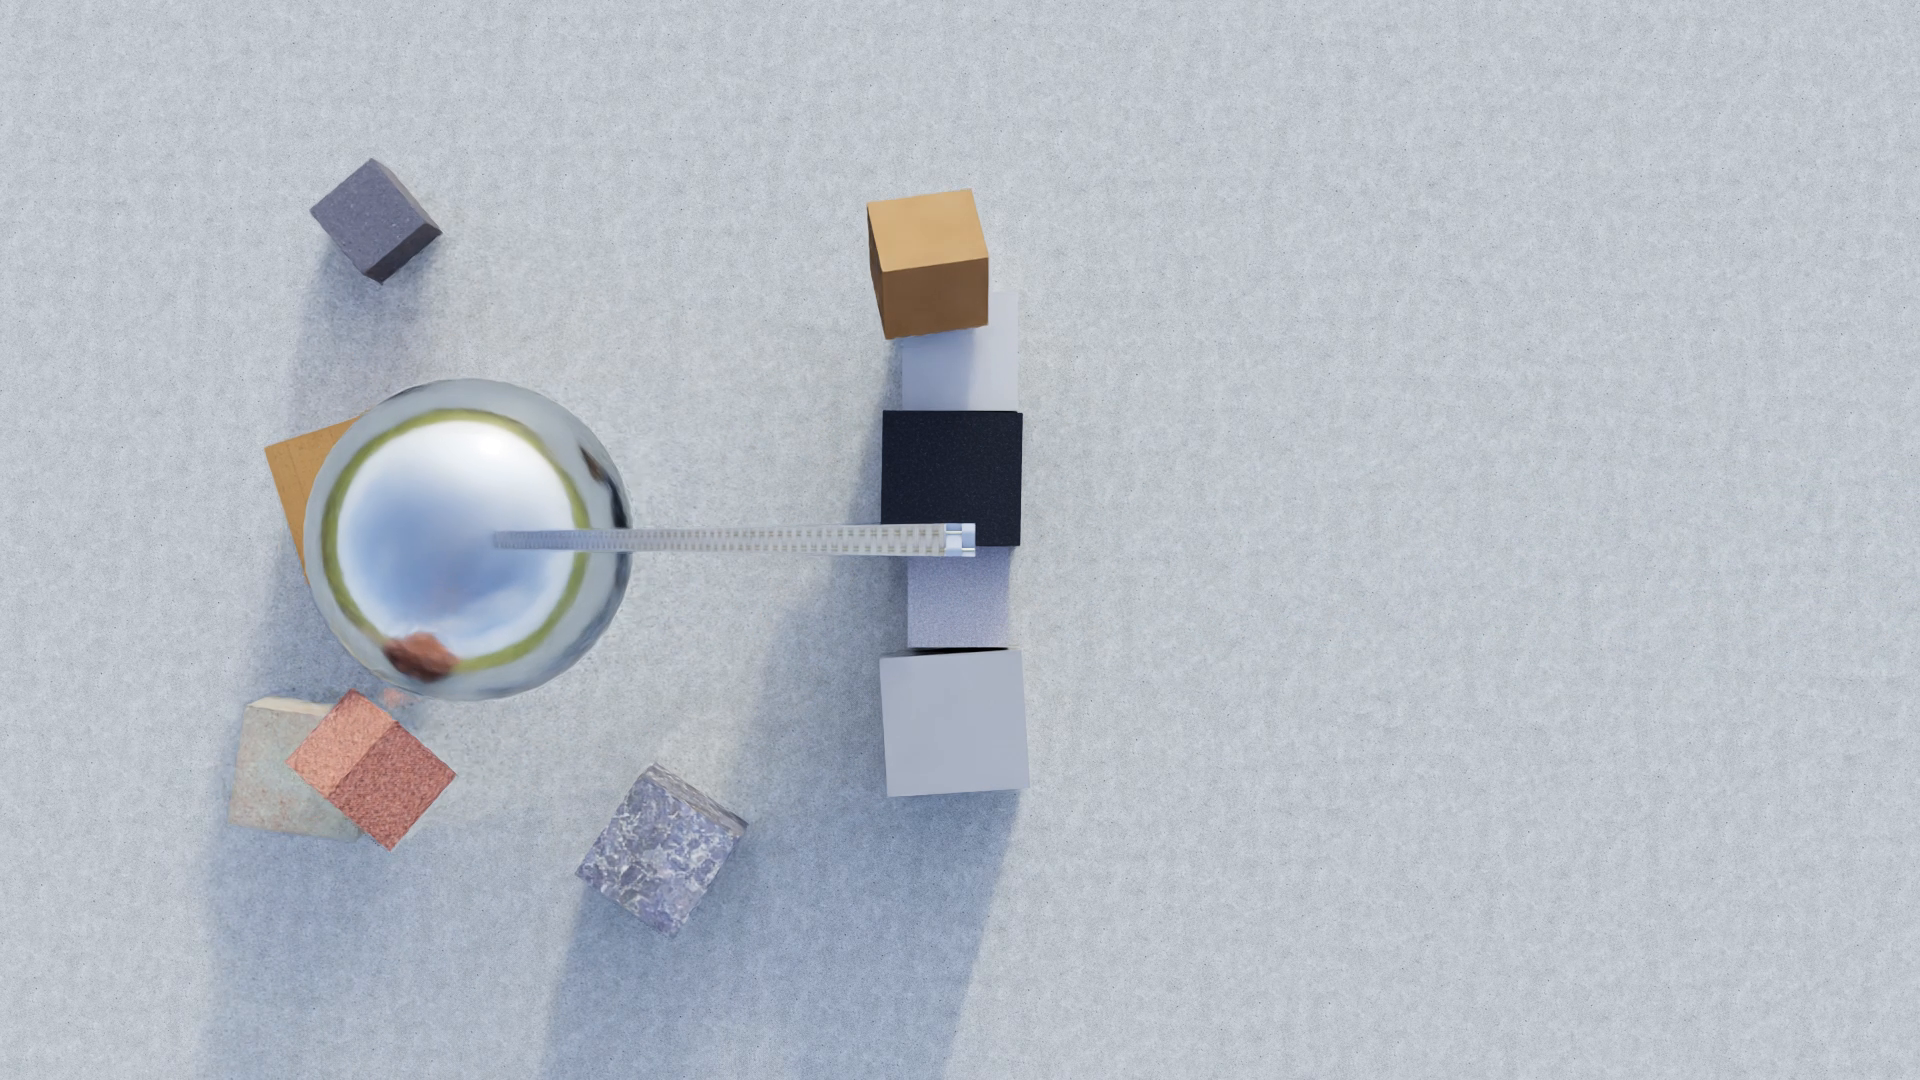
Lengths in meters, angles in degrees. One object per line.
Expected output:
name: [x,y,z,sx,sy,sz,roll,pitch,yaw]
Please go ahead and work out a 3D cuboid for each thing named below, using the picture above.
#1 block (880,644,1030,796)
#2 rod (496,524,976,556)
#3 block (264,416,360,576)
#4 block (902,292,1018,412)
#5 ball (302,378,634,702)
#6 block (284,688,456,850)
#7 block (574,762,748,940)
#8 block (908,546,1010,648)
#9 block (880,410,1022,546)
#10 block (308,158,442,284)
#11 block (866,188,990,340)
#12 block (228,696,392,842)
block: [-0.030,1.029,12.671,0.800,0.657,0.778,-4,90,0]
rod: [-1.045,0.000,7.730,0.080,5.200,0.080,0,90,-24]
block: [-3.371,-0.246,12.609,0.784,0.781,0.815,-18,90,0]
block: [0.000,-1.060,12.672,0.650,0.656,0.666,0,90,0]
ball: [-2.412,0.000,10.844,1.600,1.600,1.600,0,90,0]
block: [-2.758,1.067,10.295,0.461,0.505,0.444,-50,128,-14]
block: [-1.705,1.776,12.666,0.669,0.657,0.671,34,90,-1]
block: [-0.009,0.320,12.712,0.571,0.577,0.570,0,90,0]
block: [-0.046,-0.344,12.610,0.779,0.780,0.739,1,90,0]
block: [-3.392,-1.852,12.789,0.472,0.422,0.480,-40,90,0]
block: [-0.176,-1.513,12.090,0.579,0.549,0.517,-9,55,-6]
block: [-3.641,1.272,12.357,0.692,0.743,0.655,9,89,-7]
